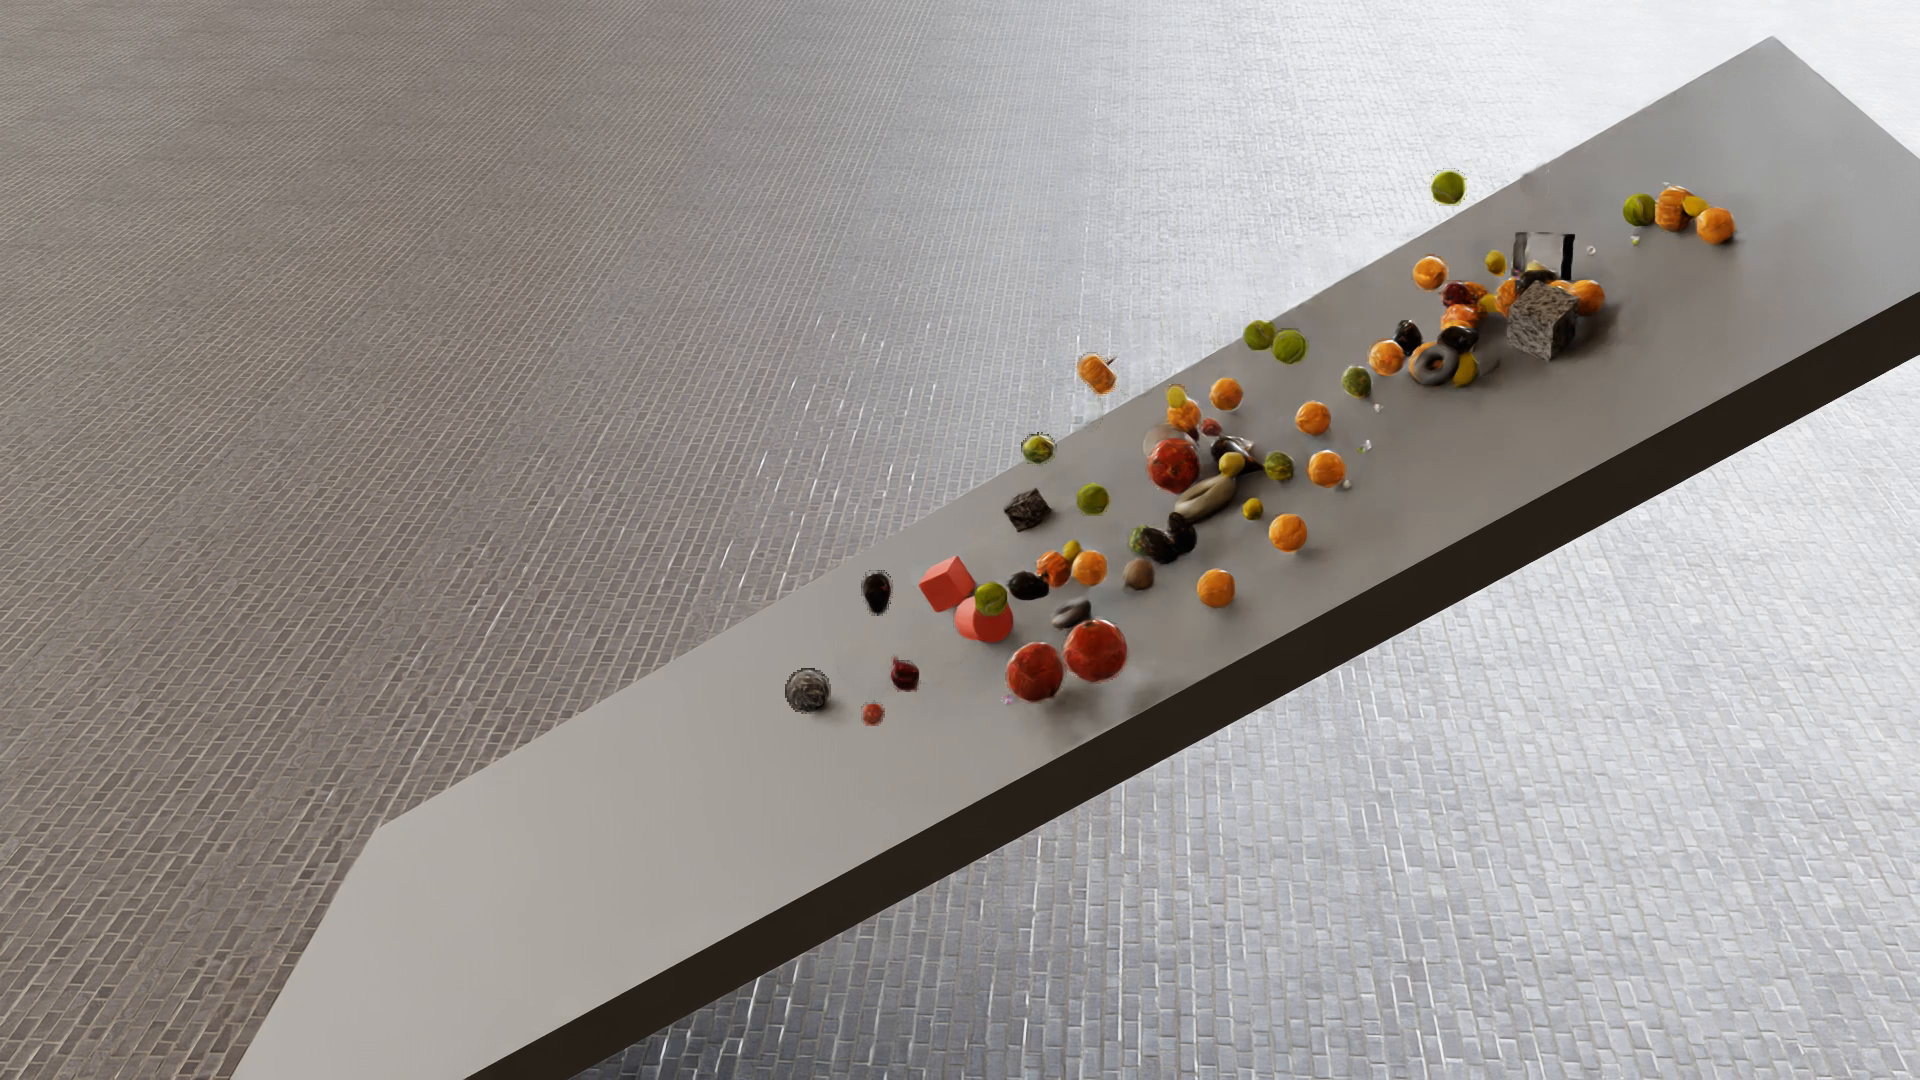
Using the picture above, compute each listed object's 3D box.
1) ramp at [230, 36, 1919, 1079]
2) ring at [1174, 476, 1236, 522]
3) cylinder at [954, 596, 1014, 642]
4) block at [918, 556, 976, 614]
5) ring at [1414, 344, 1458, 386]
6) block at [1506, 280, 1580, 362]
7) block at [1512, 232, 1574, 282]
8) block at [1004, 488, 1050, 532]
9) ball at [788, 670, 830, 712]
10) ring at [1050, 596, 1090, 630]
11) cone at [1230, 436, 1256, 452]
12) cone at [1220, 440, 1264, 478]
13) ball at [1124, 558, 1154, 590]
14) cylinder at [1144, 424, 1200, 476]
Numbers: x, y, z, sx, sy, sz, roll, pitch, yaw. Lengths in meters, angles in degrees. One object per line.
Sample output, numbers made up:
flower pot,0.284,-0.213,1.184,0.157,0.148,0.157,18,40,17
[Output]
ramp,0.141,0.169,6.289,4.000,0.100,2.000,-29,15,13
ring,0.505,-0.085,6.060,0.140,0.047,0.140,-30,14,8
cylinder,0.050,0.165,6.108,0.092,0.092,0.092,-9,4,-23
block,-0.028,0.098,6.513,0.080,0.080,0.080,-25,17,29
ring,0.935,-0.343,5.774,0.094,0.031,0.094,-18,50,24
block,1.126,-0.423,5.683,0.096,0.096,0.096,27,52,28
block,1.196,-0.582,6.035,0.094,0.094,0.094,3,5,-9
block,0.153,-0.068,6.701,0.064,0.064,0.064,-20,19,40
ball,-0.329,0.328,6.379,0.090,0.090,0.090,0,19,0
ring,0.224,0.147,5.934,0.091,0.030,0.091,-30,16,10
cone,0.608,-0.201,6.250,0.050,0.050,0.050,-16,23,-15
cone,0.593,-0.157,6.100,0.086,0.086,0.086,11,22,17
ball,0.356,0.068,5.848,0.062,0.062,0.062,0,19,0
cylinder,0.453,-0.193,6.309,0.097,0.097,0.097,8,-7,22
